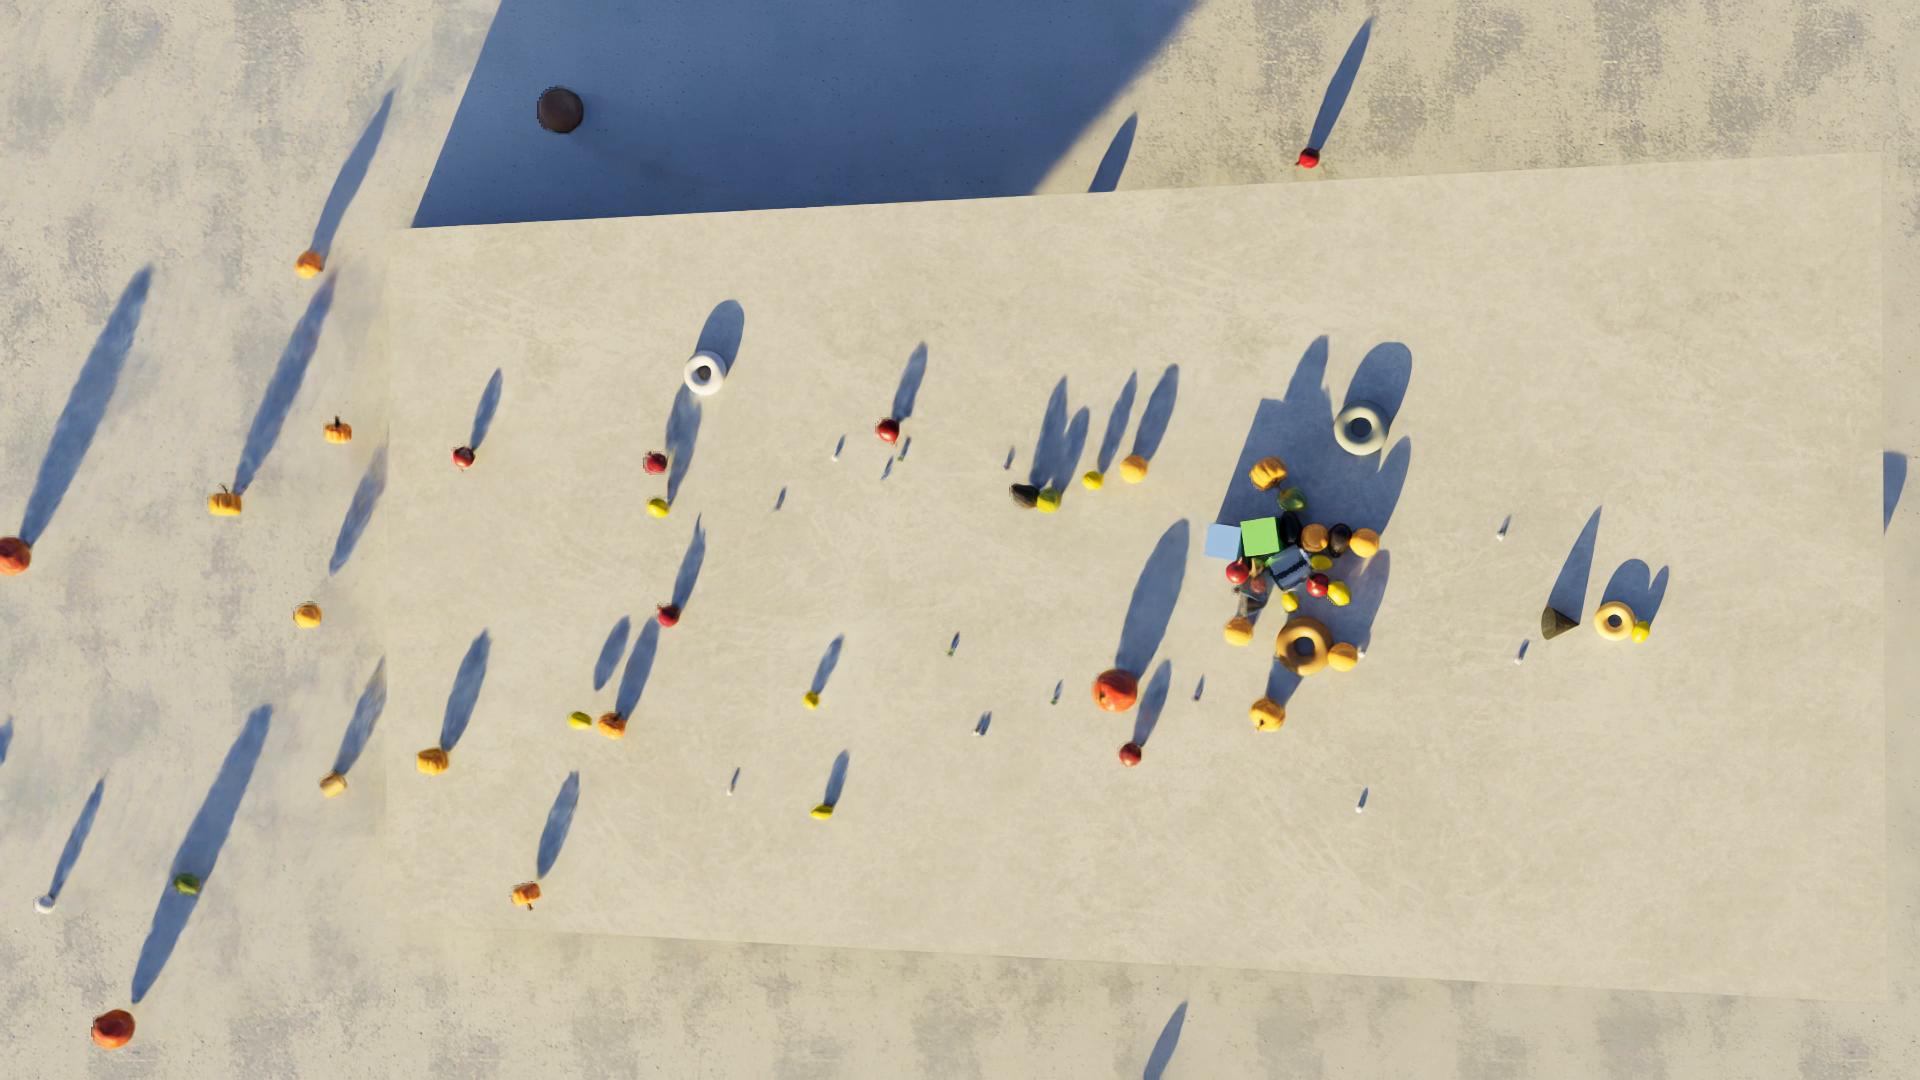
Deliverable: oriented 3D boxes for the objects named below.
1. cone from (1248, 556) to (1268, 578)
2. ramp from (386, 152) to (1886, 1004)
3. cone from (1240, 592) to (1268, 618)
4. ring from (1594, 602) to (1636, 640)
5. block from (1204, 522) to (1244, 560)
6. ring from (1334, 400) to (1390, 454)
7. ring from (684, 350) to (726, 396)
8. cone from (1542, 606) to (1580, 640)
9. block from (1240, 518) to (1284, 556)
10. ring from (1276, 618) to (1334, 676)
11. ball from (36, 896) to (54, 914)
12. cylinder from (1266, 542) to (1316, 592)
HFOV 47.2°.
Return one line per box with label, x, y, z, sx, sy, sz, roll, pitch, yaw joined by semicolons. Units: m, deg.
cone;0.768;0.067;5.585;0.058;0.058;0.058;-5;89;-9
ramp;0.274;0.094;5.804;4.000;0.100;2.000;0;89;17
cone;0.752;0.166;5.587;0.067;0.067;0.067;0;89;-9
ring;1.587;0.196;5.327;0.096;0.032;0.096;-1;88;18
block;0.674;0.005;5.585;0.084;0.084;0.084;9;92;17
ring;1.006;-0.282;5.506;0.139;0.046;0.139;-1;86;20
ring;-0.699;-0.460;6.040;0.124;0.041;0.124;0;90;18
cone;1.473;0.205;5.359;0.083;0.083;0.083;3;89;-9
block;0.764;-0.008;5.556;0.087;0.087;0.087;-9;87;17
ring;0.869;0.268;5.540;0.146;0.049;0.146;0;90;16
ball;-2.664;1.062;6.405;0.051;0.051;0.051;0;89;0
cylinder;0.831;0.069;5.531;0.092;0.092;0.092;-32;89;14
